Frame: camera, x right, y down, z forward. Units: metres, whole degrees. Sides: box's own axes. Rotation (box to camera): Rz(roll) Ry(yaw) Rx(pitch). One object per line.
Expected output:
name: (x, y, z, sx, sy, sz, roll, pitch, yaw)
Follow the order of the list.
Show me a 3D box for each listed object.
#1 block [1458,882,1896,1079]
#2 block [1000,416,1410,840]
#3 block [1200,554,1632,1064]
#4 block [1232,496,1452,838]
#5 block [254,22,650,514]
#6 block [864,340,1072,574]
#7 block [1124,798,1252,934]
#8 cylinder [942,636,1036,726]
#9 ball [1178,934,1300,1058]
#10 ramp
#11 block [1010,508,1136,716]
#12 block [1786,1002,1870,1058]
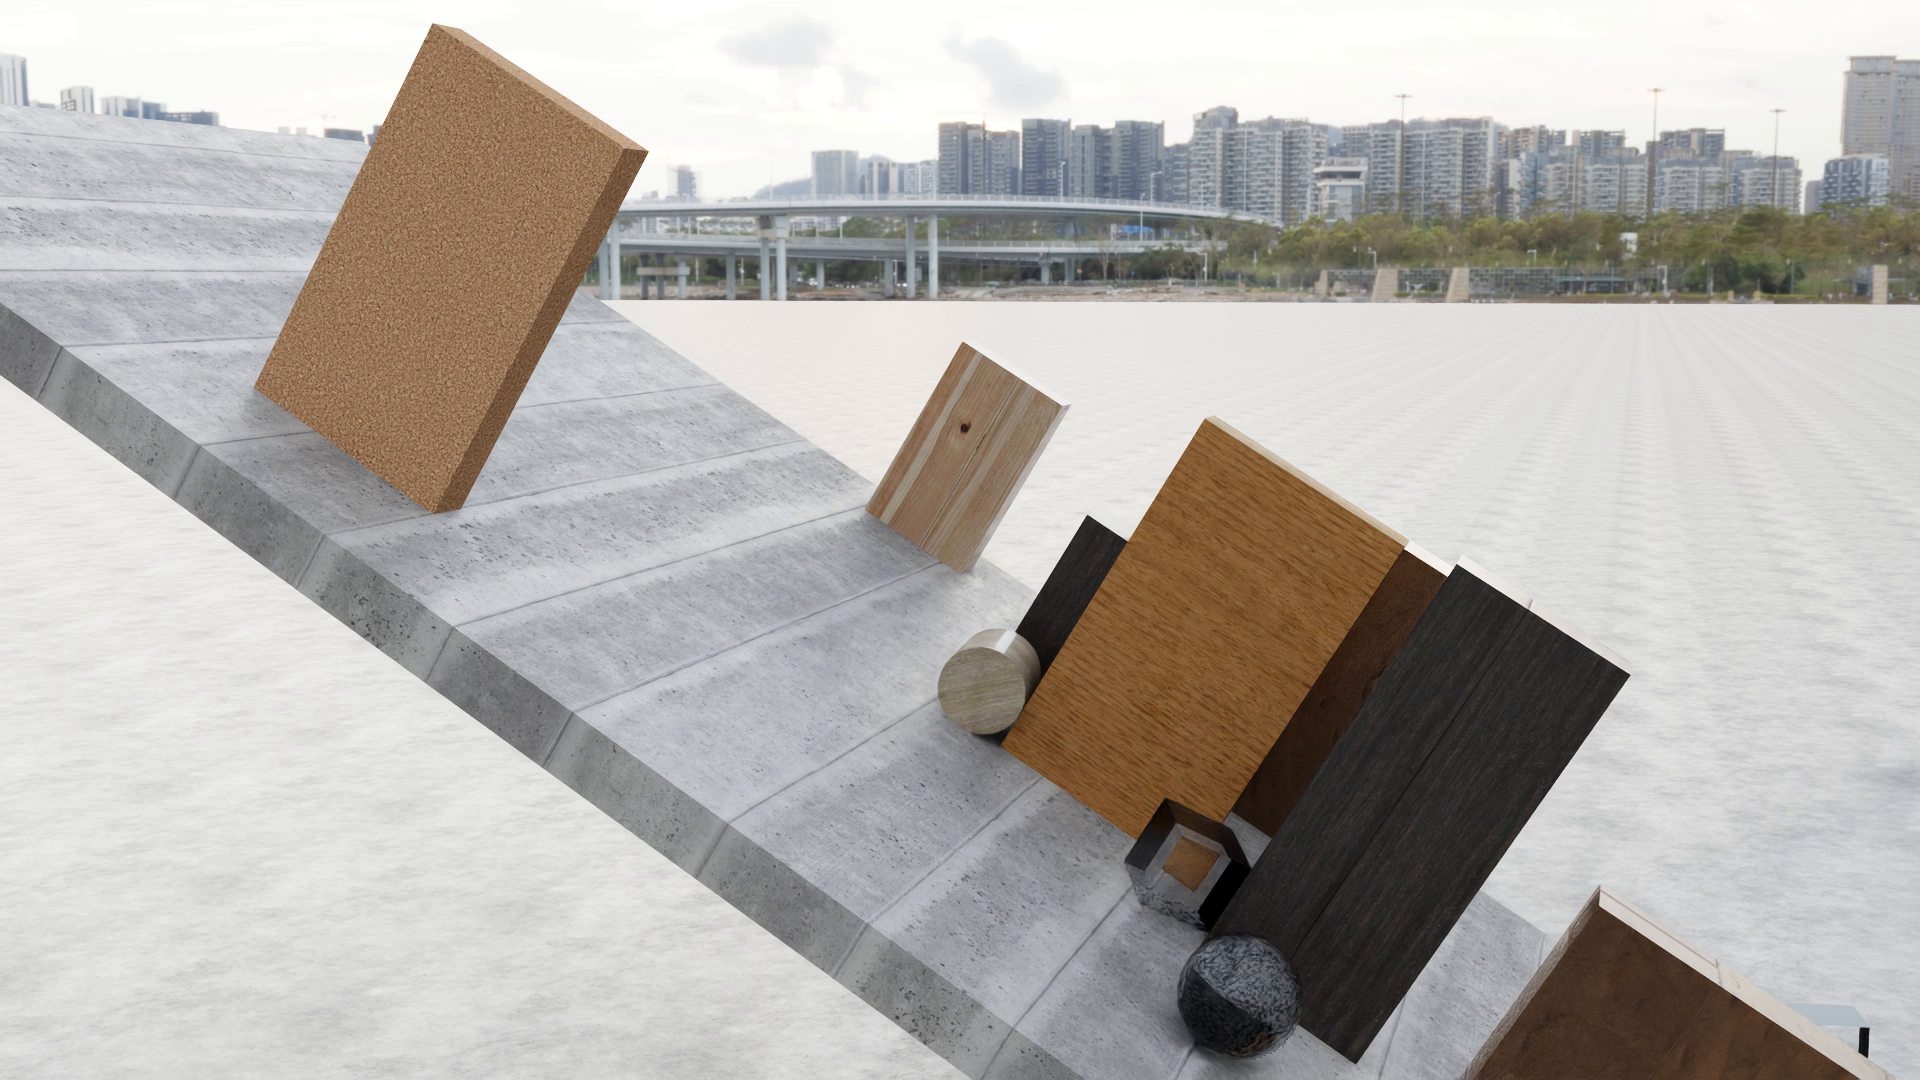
block: (0.881, 0.833, 2.943, 0.443, 0.588, 0.117, 34, 15, 11)
block: (0.430, 0.189, 3.927, 0.408, 0.710, 0.092, 34, 15, 11)
block: (0.726, 0.438, 3.558, 0.312, 0.778, 0.118, 34, 15, 11)
block: (0.732, 0.281, 4.372, 0.383, 0.632, 0.136, 34, 15, 11)
block: (-0.829, -0.433, 3.555, 0.385, 0.678, 0.089, 34, 15, 11)
block: (0.016, -0.184, 4.864, 0.264, 0.441, 0.086, 34, 15, 11)
block: (0.388, 0.556, 3.764, 0.140, 0.140, 0.140, 27, 15, -16)
cylinder: (0.055, 0.258, 4.045, 0.162, 0.162, 0.162, 0, -2, 4)
ball: (0.420, 0.686, 3.315, 0.185, 0.185, 0.185, 0, 7, 0)
ramp: (-0.160, 0.265, 4.116, 4.000, 0.100, 2.000, 34, 15, 11)
block: (0.310, 0.215, 4.202, 0.375, 0.407, 0.137, 34, 15, 11)
block: (1.993, 1.166, 5.063, 0.151, 0.151, 0.151, 1, 7, 9)
